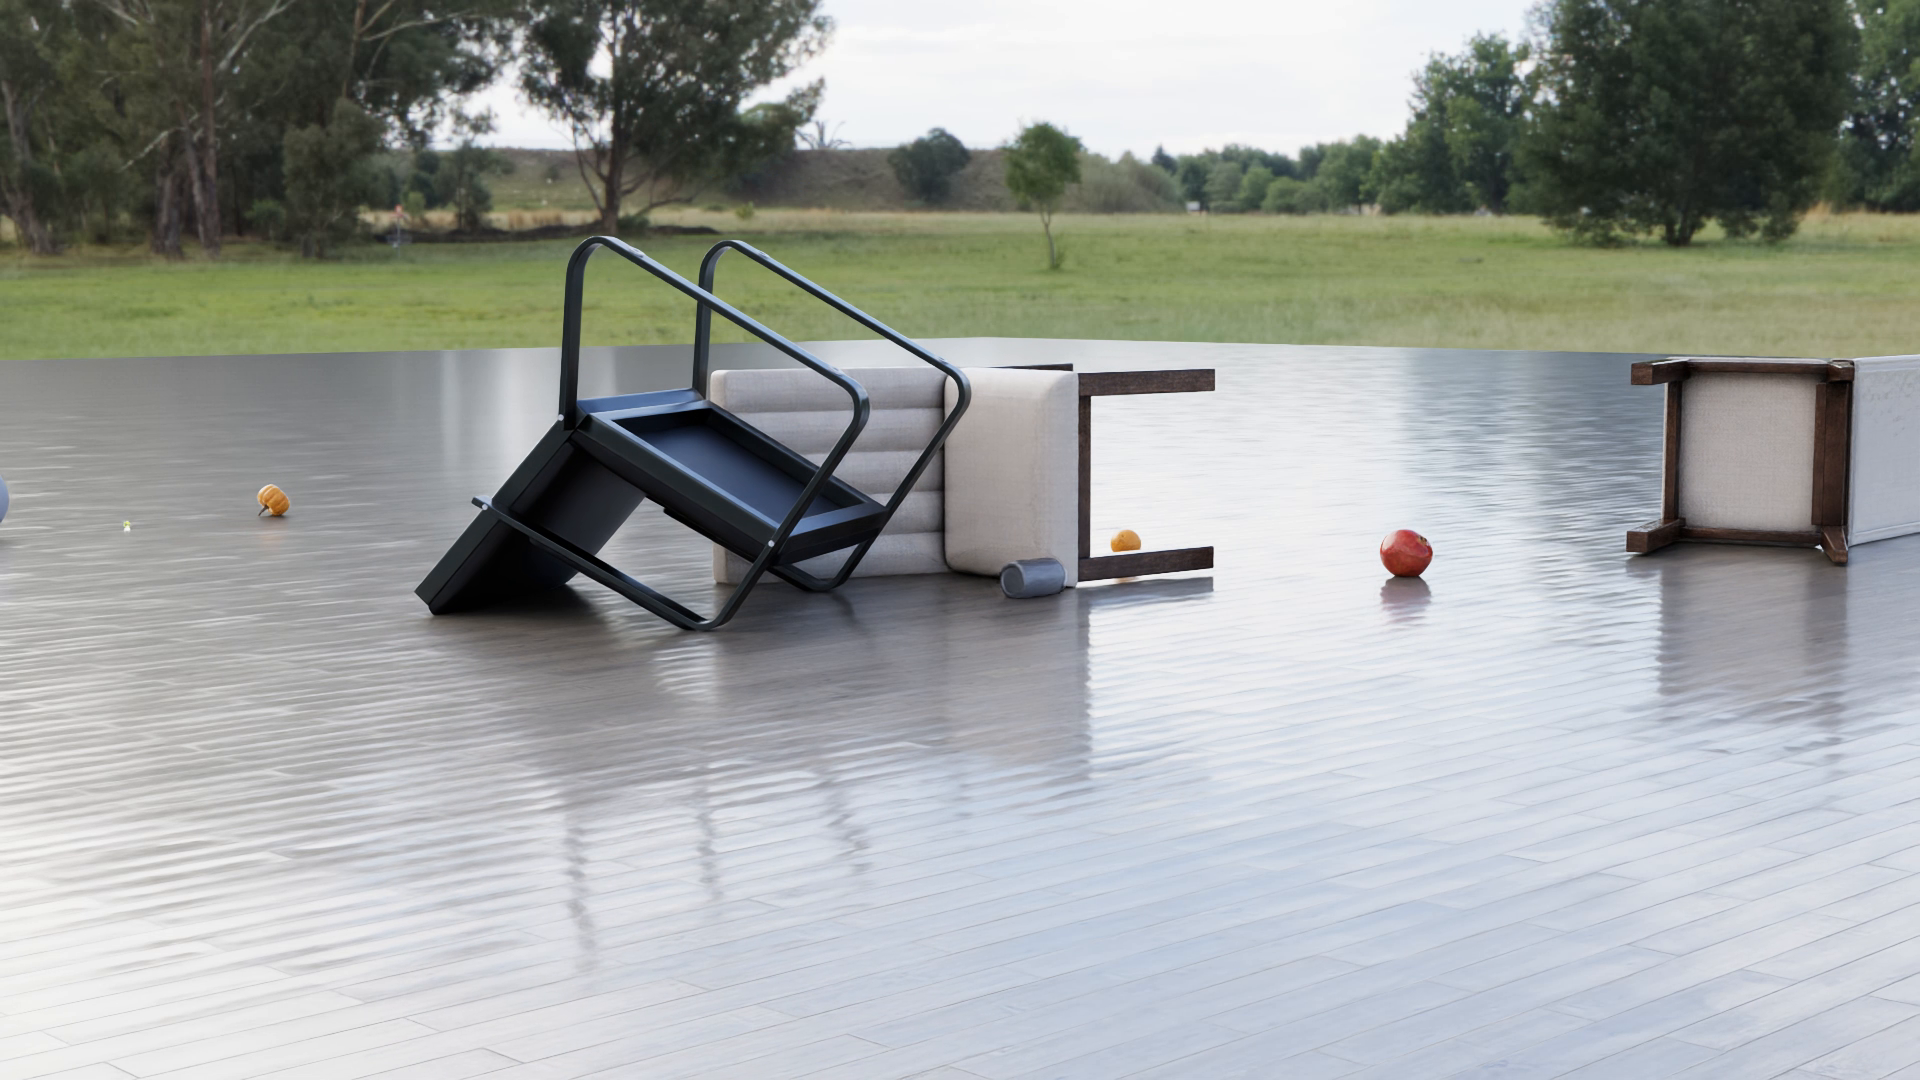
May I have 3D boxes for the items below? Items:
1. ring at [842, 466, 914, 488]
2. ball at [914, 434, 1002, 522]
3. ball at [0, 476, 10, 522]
[{"bbox_3d":[-0.208,-0.199,8.086,0.412,0.053,0.193,5,9,40],"label":"ring"},{"bbox_3d":[-0.007,-0.165,6.868,0.234,0.234,0.234,0,6,0],"label":"ball"},{"bbox_3d":[-2.502,-0.103,6.479,0.191,0.191,0.191,0,6,0],"label":"ball"}]
